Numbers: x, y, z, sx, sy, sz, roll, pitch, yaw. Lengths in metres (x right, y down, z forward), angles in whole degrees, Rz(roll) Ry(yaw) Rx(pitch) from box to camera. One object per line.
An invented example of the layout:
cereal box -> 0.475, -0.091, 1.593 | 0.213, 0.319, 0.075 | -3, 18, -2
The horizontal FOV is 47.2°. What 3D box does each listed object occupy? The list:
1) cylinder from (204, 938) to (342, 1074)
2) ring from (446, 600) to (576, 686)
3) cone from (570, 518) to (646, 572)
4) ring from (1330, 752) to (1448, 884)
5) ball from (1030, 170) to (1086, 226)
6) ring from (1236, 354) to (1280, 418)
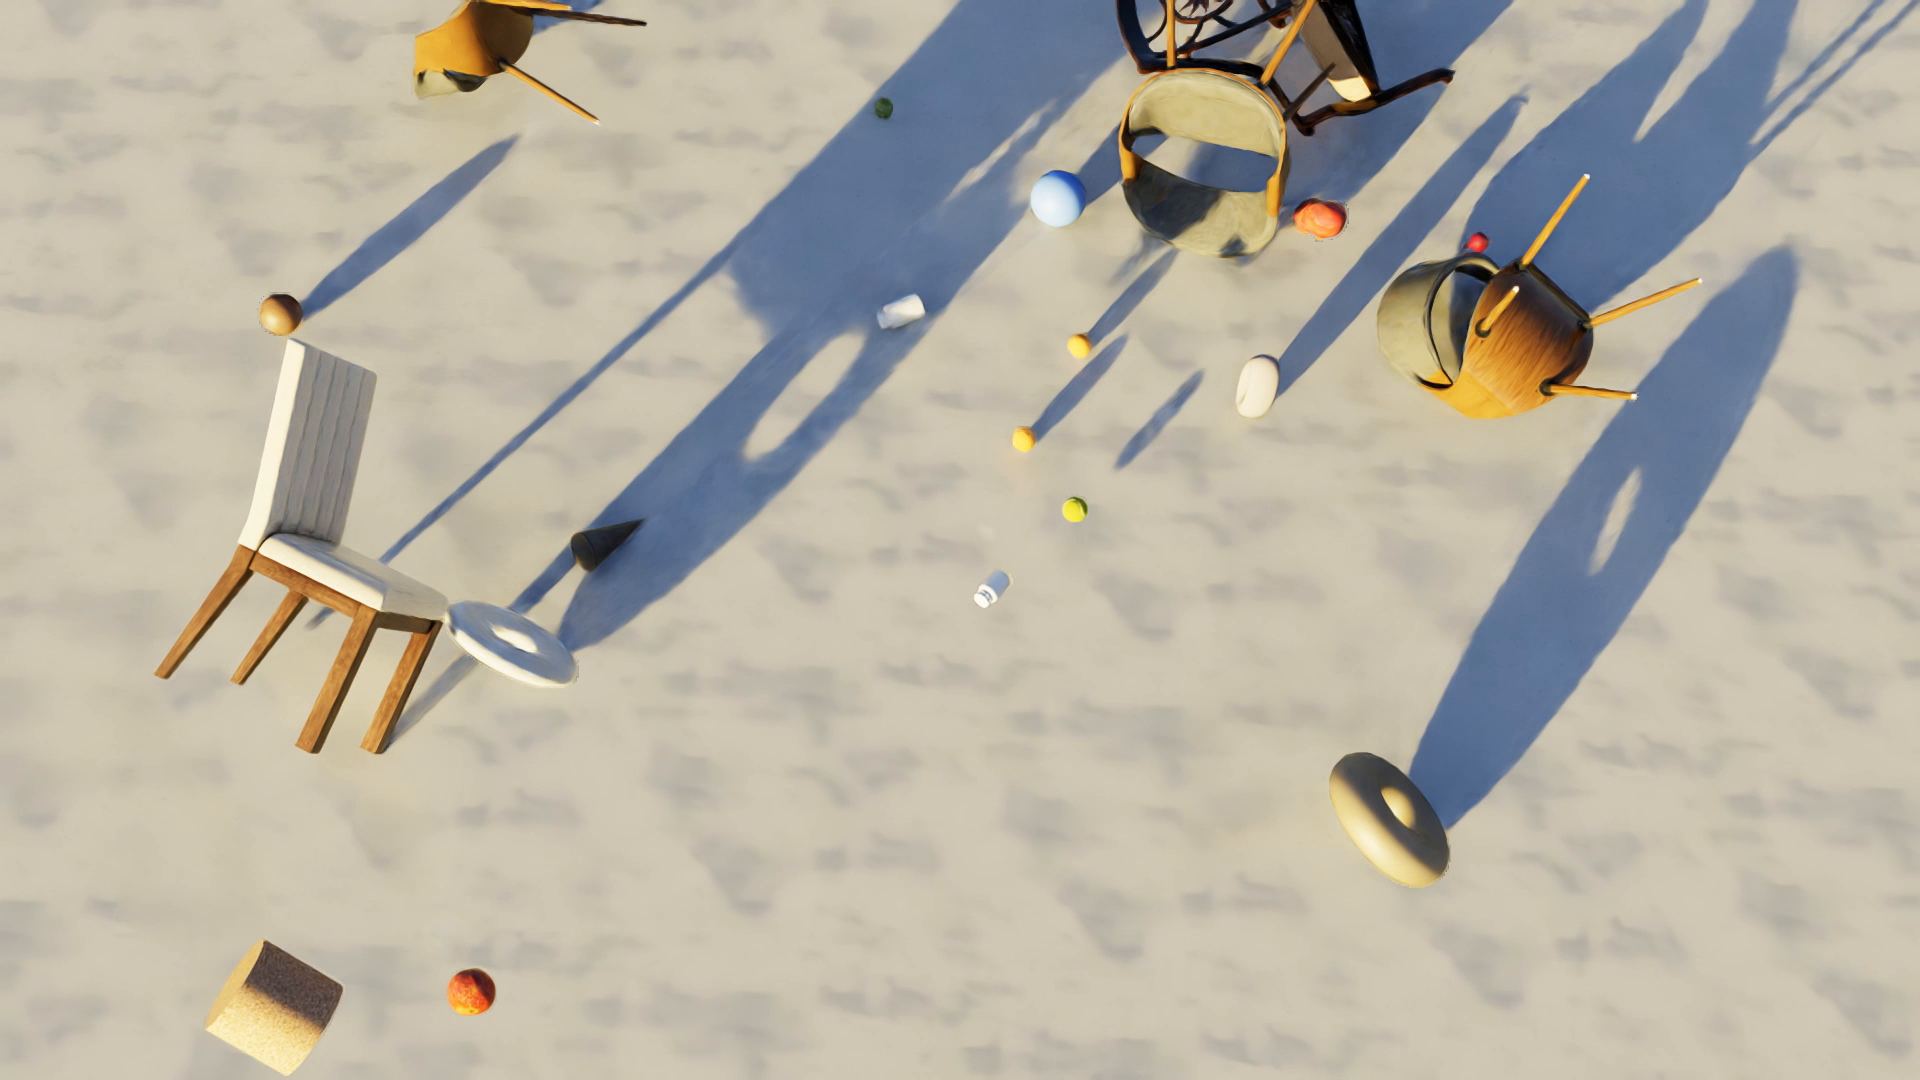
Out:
cylinder -> -1.604, 1.091, 5.144 | 0.215, 0.252, 0.232 | 36, 100, -17
ring -> -1.261, 0.291, 6.189 | 0.411, 0.075, 0.354 | 26, 14, -27
cone -> -1.027, -0.014, 6.545 | 0.112, 0.131, 0.242 | 31, 45, 32
ring -> 1.146, 0.743, 5.872 | 0.129, 0.433, 0.402 | -42, 66, 23
ball -> 0.323, -1.120, 7.215 | 0.184, 0.184, 0.184 | 0, 56, 0
ring -> 0.916, -0.472, 6.764 | 0.095, 0.223, 0.115 | 3, 38, -14
